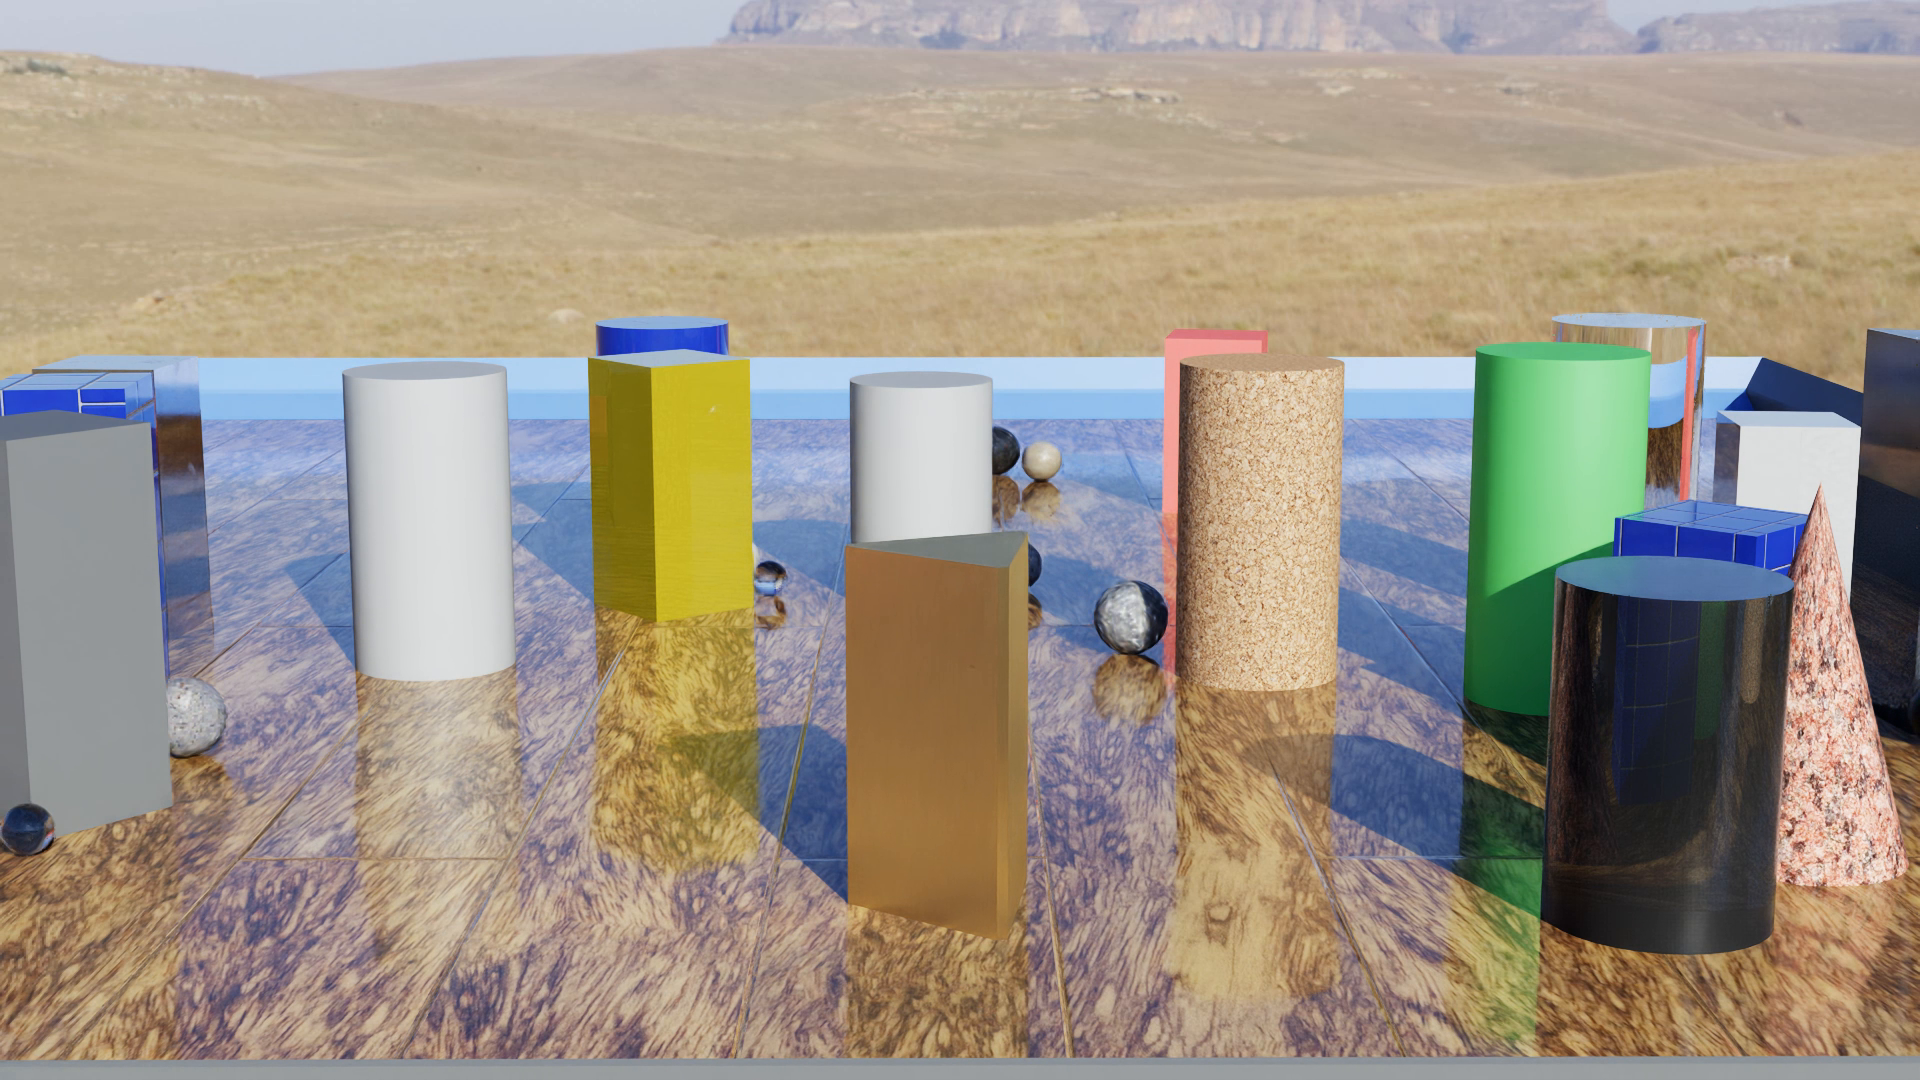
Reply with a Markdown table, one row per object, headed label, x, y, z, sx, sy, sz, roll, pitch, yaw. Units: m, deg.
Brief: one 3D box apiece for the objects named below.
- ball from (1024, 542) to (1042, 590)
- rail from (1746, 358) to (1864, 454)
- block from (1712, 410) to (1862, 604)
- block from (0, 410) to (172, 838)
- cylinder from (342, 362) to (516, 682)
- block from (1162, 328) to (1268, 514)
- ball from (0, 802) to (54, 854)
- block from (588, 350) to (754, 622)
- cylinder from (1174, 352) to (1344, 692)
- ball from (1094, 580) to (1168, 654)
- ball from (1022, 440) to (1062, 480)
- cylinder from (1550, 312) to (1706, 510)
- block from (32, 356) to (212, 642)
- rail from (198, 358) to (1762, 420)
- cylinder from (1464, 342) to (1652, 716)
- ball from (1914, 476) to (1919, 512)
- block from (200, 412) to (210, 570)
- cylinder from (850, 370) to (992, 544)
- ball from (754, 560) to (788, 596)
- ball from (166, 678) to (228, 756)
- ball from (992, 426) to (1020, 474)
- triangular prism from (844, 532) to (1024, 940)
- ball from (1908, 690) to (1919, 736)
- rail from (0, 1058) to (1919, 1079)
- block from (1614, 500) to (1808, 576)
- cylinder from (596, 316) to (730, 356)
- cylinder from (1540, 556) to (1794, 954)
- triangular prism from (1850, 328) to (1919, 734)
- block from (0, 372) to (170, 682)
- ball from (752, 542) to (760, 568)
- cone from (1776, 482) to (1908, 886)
| label | x | y | z | sx | sy | sz | roll | pitch | yaw |
| --- | --- | --- | --- | --- | --- | --- | --- | --- | --- |
| ball | 0.081 | 0.036 | 3.595 | 0.070 | 0.070 | 0.070 | 0 | 11 | 0 |
| rail | 1.652 | 0.031 | 3.458 | 0.045 | 0.127 | 3.810 | 0 | 11 | 0 |
| block | 1.117 | -0.038 | 3.485 | 0.156 | 0.255 | 0.156 | 1 | 11 | 5 |
| block | -0.892 | 0.078 | 2.501 | 0.156 | 0.385 | 0.156 | 8 | 13 | 36 |
| cylinder | -0.646 | -0.027 | 3.131 | 0.195 | 0.362 | 0.195 | 0 | 11 | 0 |
| block | 0.424 | -0.198 | 4.255 | 0.156 | 0.287 | 0.156 | 2 | 11 | 10 |
| ball | -0.870 | 0.269 | 2.393 | 0.048 | 0.048 | 0.048 | 0 | 11 | 0 |
| block | -0.391 | -0.078 | 3.469 | 0.156 | 0.338 | 0.156 | -9 | 14 | -39 |
| cylinder | 0.359 | -0.026 | 3.081 | 0.195 | 0.378 | 0.195 | 0 | 11 | 0 |
| ball | 0.214 | 0.096 | 3.206 | 0.093 | 0.093 | 0.093 | 0 | 11 | 0 |
| ball | 0.144 | -0.140 | 4.538 | 0.071 | 0.071 | 0.071 | 0 | 11 | 0 |
| cylinder | 0.864 | -0.087 | 3.350 | 0.195 | 0.400 | 0.195 | 0 | 11 | 0 |
| block | -1.081 | -0.056 | 3.320 | 0.156 | 0.350 | 0.156 | 1 | 11 | 3 |
| rail | -0.011 | -0.311 | 5.299 | 3.352 | 0.127 | 0.045 | 0 | 11 | 0 |
| cylinder | 0.687 | -0.016 | 2.959 | 0.195 | 0.404 | 0.195 | 0 | 11 | 0 |
| ball | 1.579 | -0.074 | 4.109 | 0.098 | 0.098 | 0.098 | 0 | 11 | 0 |
| block | -1.173 | -0.055 | 3.601 | 0.156 | 0.247 | 0.156 | 4 | 11 | 21 |
| cylinder | -0.053 | -0.069 | 3.517 | 0.195 | 0.304 | 0.195 | 0 | 11 | 0 |
| ball | -0.264 | 0.052 | 3.563 | 0.048 | 0.048 | 0.048 | 0 | 11 | 0 |
| ball | -0.824 | 0.188 | 2.733 | 0.083 | 0.083 | 0.083 | 0 | 11 | 0 |
| ball | 0.066 | -0.161 | 4.610 | 0.086 | 0.086 | 0.086 | 0 | 11 | 0 |
| triangular prism | 0.013 | 0.160 | 2.239 | 0.169 | 0.320 | 0.146 | 8 | 13 | 36 |
| ball | 1.063 | 0.188 | 2.777 | 0.068 | 0.068 | 0.068 | 0 | 11 | 0 |
| rail | 0.011 | 0.376 | 1.599 | 3.352 | 0.127 | 0.045 | 0 | 11 | 0 |
| block | 0.783 | 0.108 | 2.663 | 0.156 | 0.267 | 0.156 | 10 | 14 | 43 |
| cylinder | -0.438 | -0.147 | 3.804 | 0.195 | 0.352 | 0.195 | 0 | 11 | 0 |
| cylinder | 0.603 | 0.179 | 2.194 | 0.195 | 0.299 | 0.195 | 0 | 11 | 0 |
| triangular prism | 1.075 | -0.017 | 2.890 | 0.169 | 0.431 | 0.146 | -8 | 13 | -36 |
| block | -1.017 | 0.001 | 2.961 | 0.156 | 0.370 | 0.156 | -1 | 11 | -6 |
| ball | -0.316 | 0.025 | 3.691 | 0.056 | 0.056 | 0.056 | 0 | 11 | 0 |
| cone | 0.783 | 0.120 | 2.366 | 0.195 | 0.352 | 0.195 | 0 | 11 | 0 |
